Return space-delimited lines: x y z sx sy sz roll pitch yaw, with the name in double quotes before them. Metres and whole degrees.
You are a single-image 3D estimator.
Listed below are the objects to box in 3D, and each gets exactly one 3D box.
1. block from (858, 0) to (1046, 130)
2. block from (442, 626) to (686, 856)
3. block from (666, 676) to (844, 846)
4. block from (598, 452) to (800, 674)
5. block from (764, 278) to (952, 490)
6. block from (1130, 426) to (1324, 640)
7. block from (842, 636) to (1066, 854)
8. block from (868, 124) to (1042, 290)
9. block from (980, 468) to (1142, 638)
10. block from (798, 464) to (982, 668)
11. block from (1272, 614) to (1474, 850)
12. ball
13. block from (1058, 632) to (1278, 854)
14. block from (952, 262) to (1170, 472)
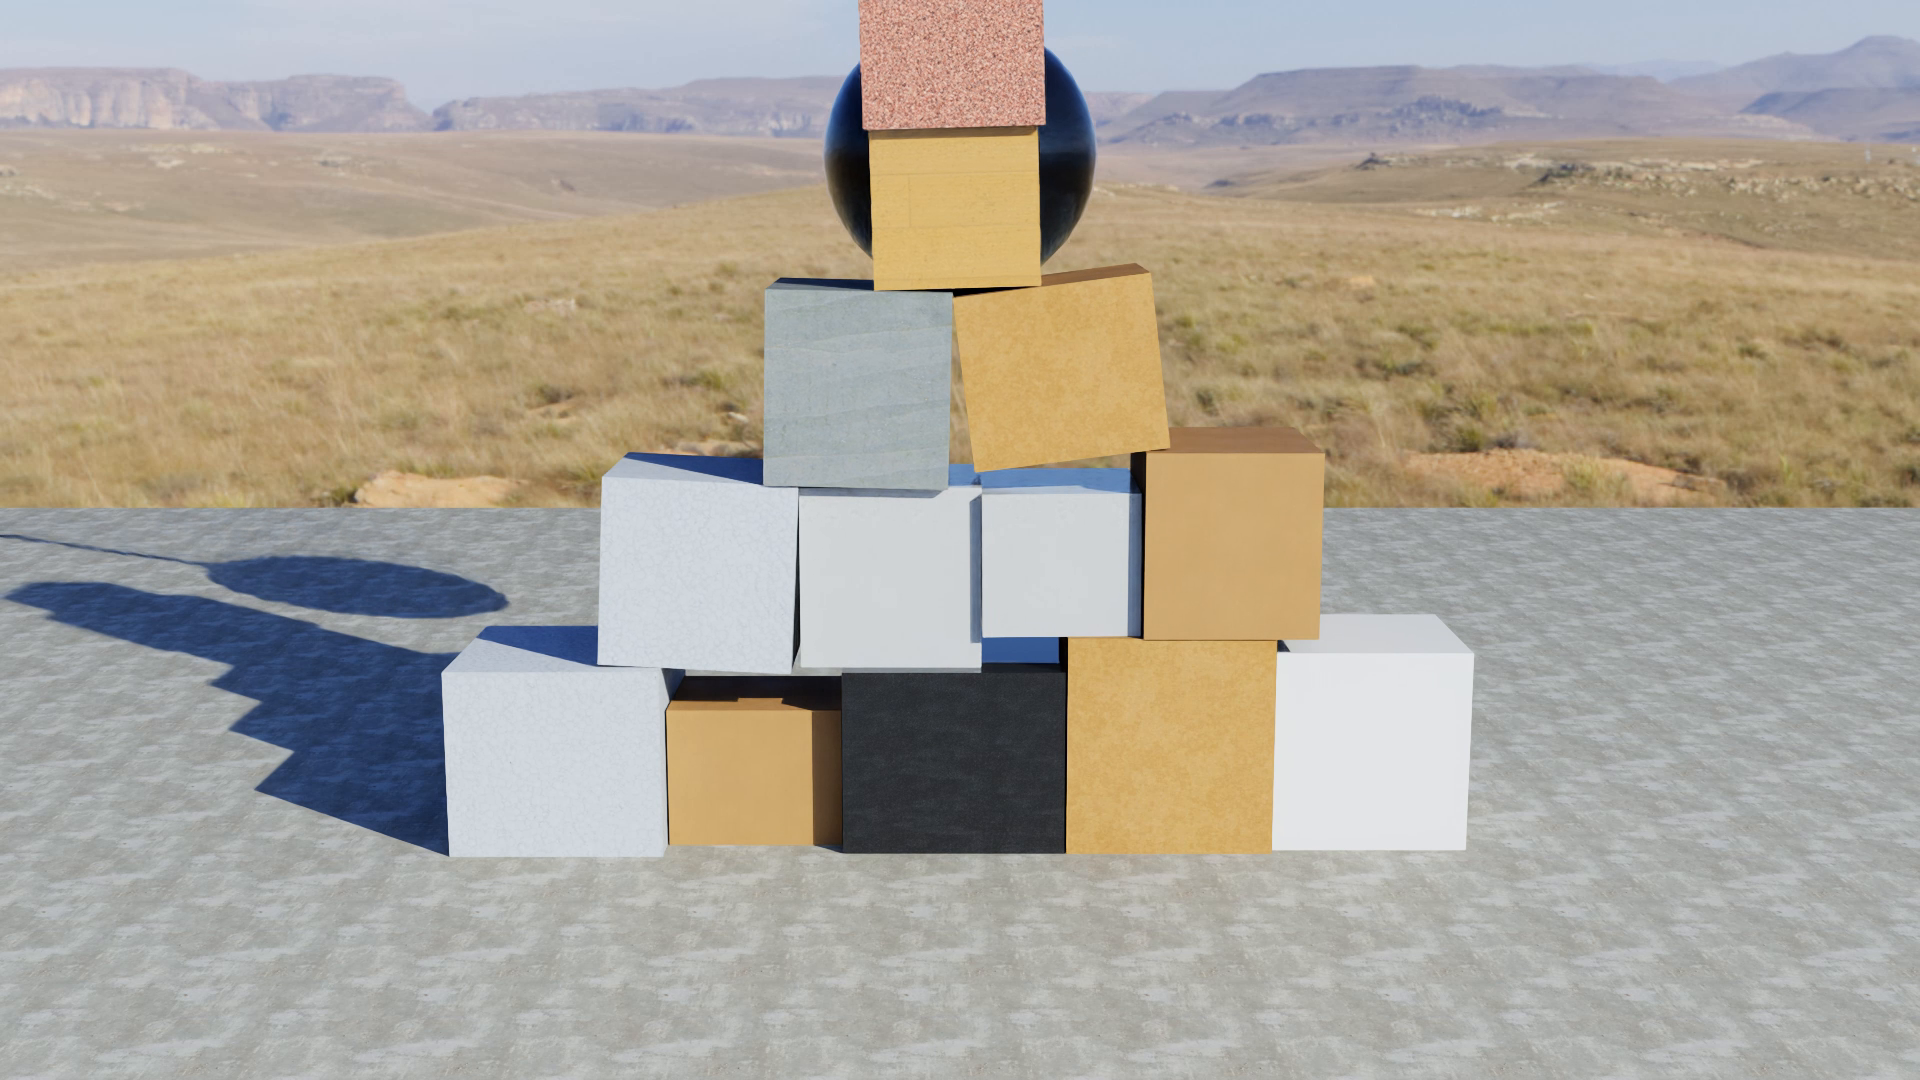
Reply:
"block" -0.040 -2.467 10.723 0.862 0.899 0.836 -2 10 0
"block" -2.005 1.016 11.351 1.059 0.940 1.056 0 10 0
"block" -1.029 1.130 11.391 0.873 0.700 0.727 0 10 0
"block" -1.287 0.100 11.193 0.953 0.937 0.875 3 10 -1
"block" -0.496 -0.803 11.046 0.897 0.949 0.935 1 10 0
"block" 1.328 -0.054 11.163 0.859 0.919 1.000 0 10 0
"block" -0.031 1.020 11.361 1.102 0.928 0.981 0 10 0
"block" -0.022 -1.651 10.877 0.805 0.762 0.721 -2 10 0
"block" 0.498 0.050 11.175 0.777 0.710 0.855 0 10 0
"block" -0.341 0.116 11.220 0.894 0.901 0.813 0 10 0
"block" 2.048 0.975 11.377 0.971 1.011 0.913 0 10 0
"ball" 0.000 -2.250 12.880 1.600 1.600 1.600 0 10 0
"block" 1.041 0.933 11.368 1.023 1.097 1.026 0 10 0
"block" 0.492 -0.881 11.035 0.956 0.852 0.873 -7 10 1
